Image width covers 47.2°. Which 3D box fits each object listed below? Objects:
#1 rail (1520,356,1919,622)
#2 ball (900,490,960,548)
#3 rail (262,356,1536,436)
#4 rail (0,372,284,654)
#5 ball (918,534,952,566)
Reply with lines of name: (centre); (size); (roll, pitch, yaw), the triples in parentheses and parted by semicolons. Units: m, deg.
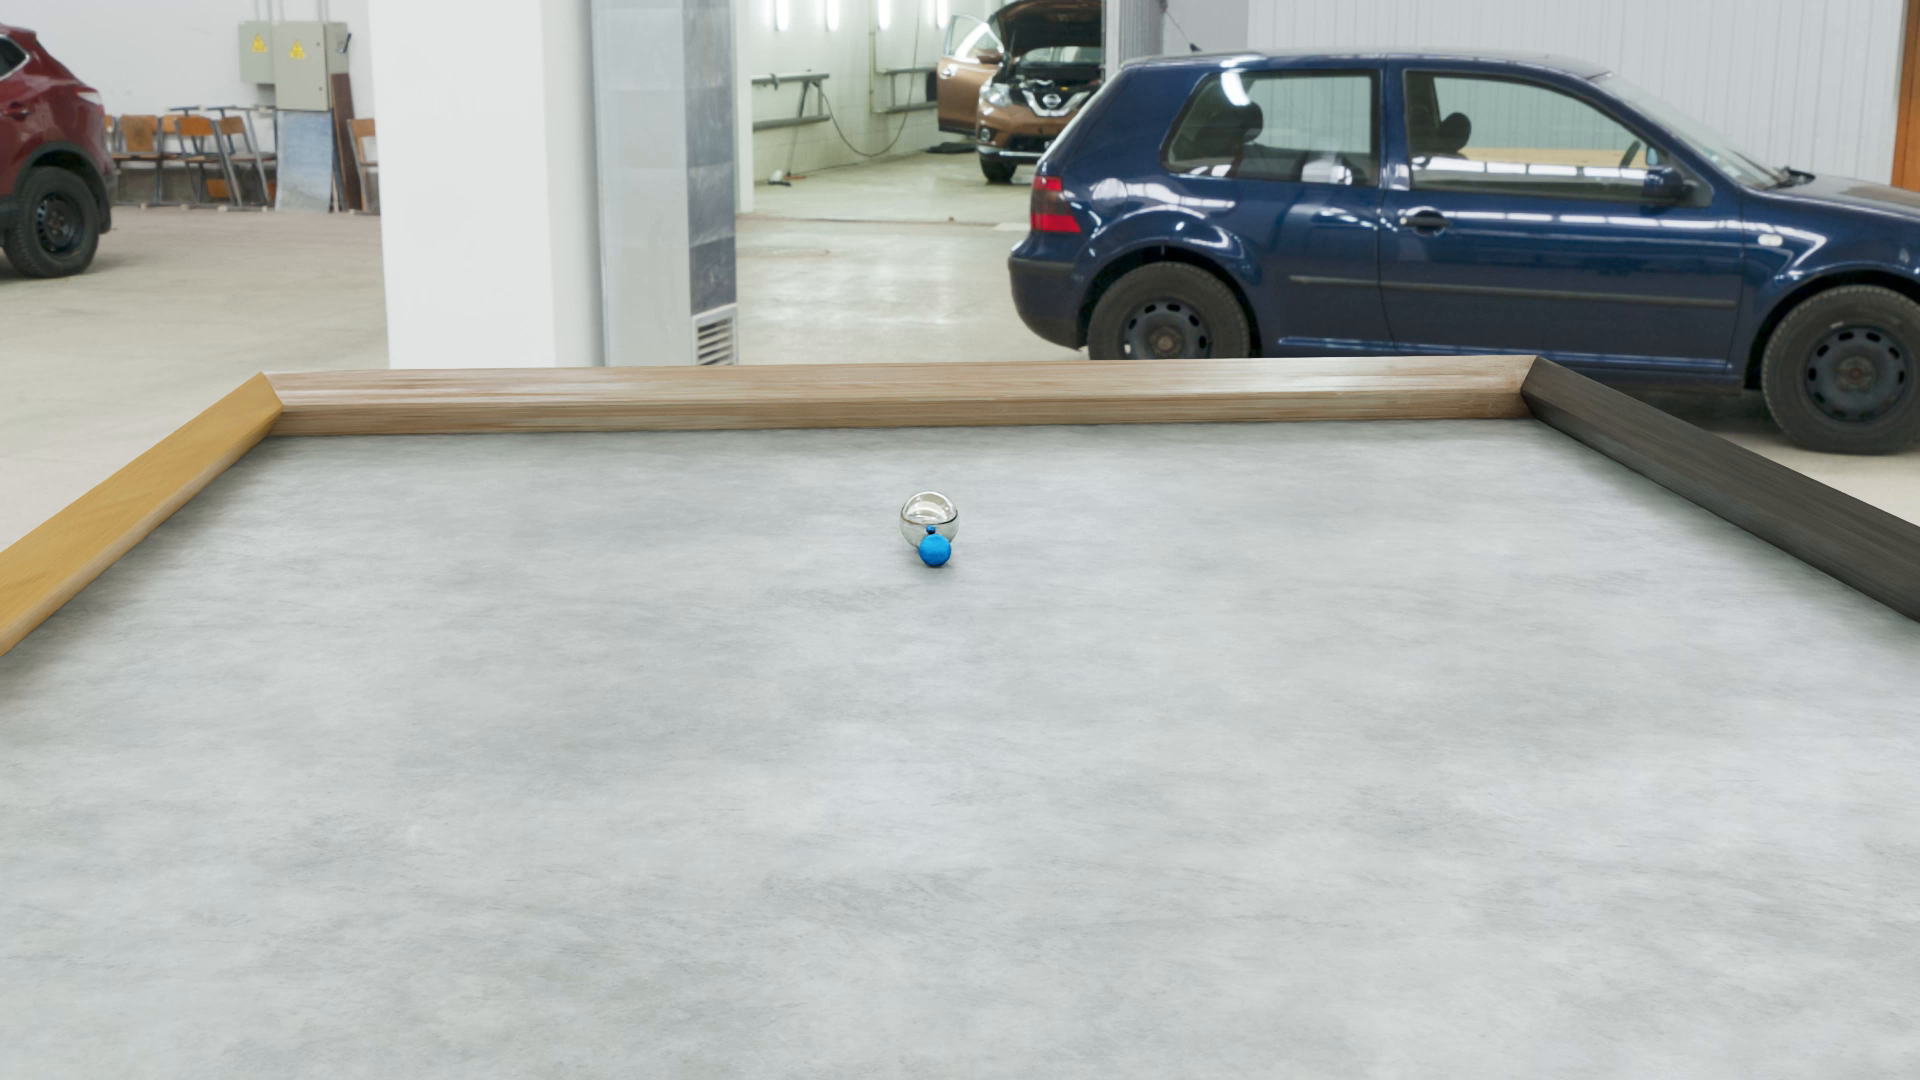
rail: (1.224, 0.193, 2.110); (0.045, 0.116, 4.146); (-1, 14, -5)
ball: (-0.043, -0.027, 3.098); (0.085, 0.085, 0.085); (0, 13, 0)
rail: (-0.082, -0.261, 4.006); (2.335, 0.116, 0.045); (-1, 14, -5)
rail: (-1.056, 0.237, 1.929); (0.045, 0.116, 4.146); (-1, 14, -5)
ball: (-0.034, 0.014, 3.015); (0.045, 0.045, 0.045); (0, 13, 0)
